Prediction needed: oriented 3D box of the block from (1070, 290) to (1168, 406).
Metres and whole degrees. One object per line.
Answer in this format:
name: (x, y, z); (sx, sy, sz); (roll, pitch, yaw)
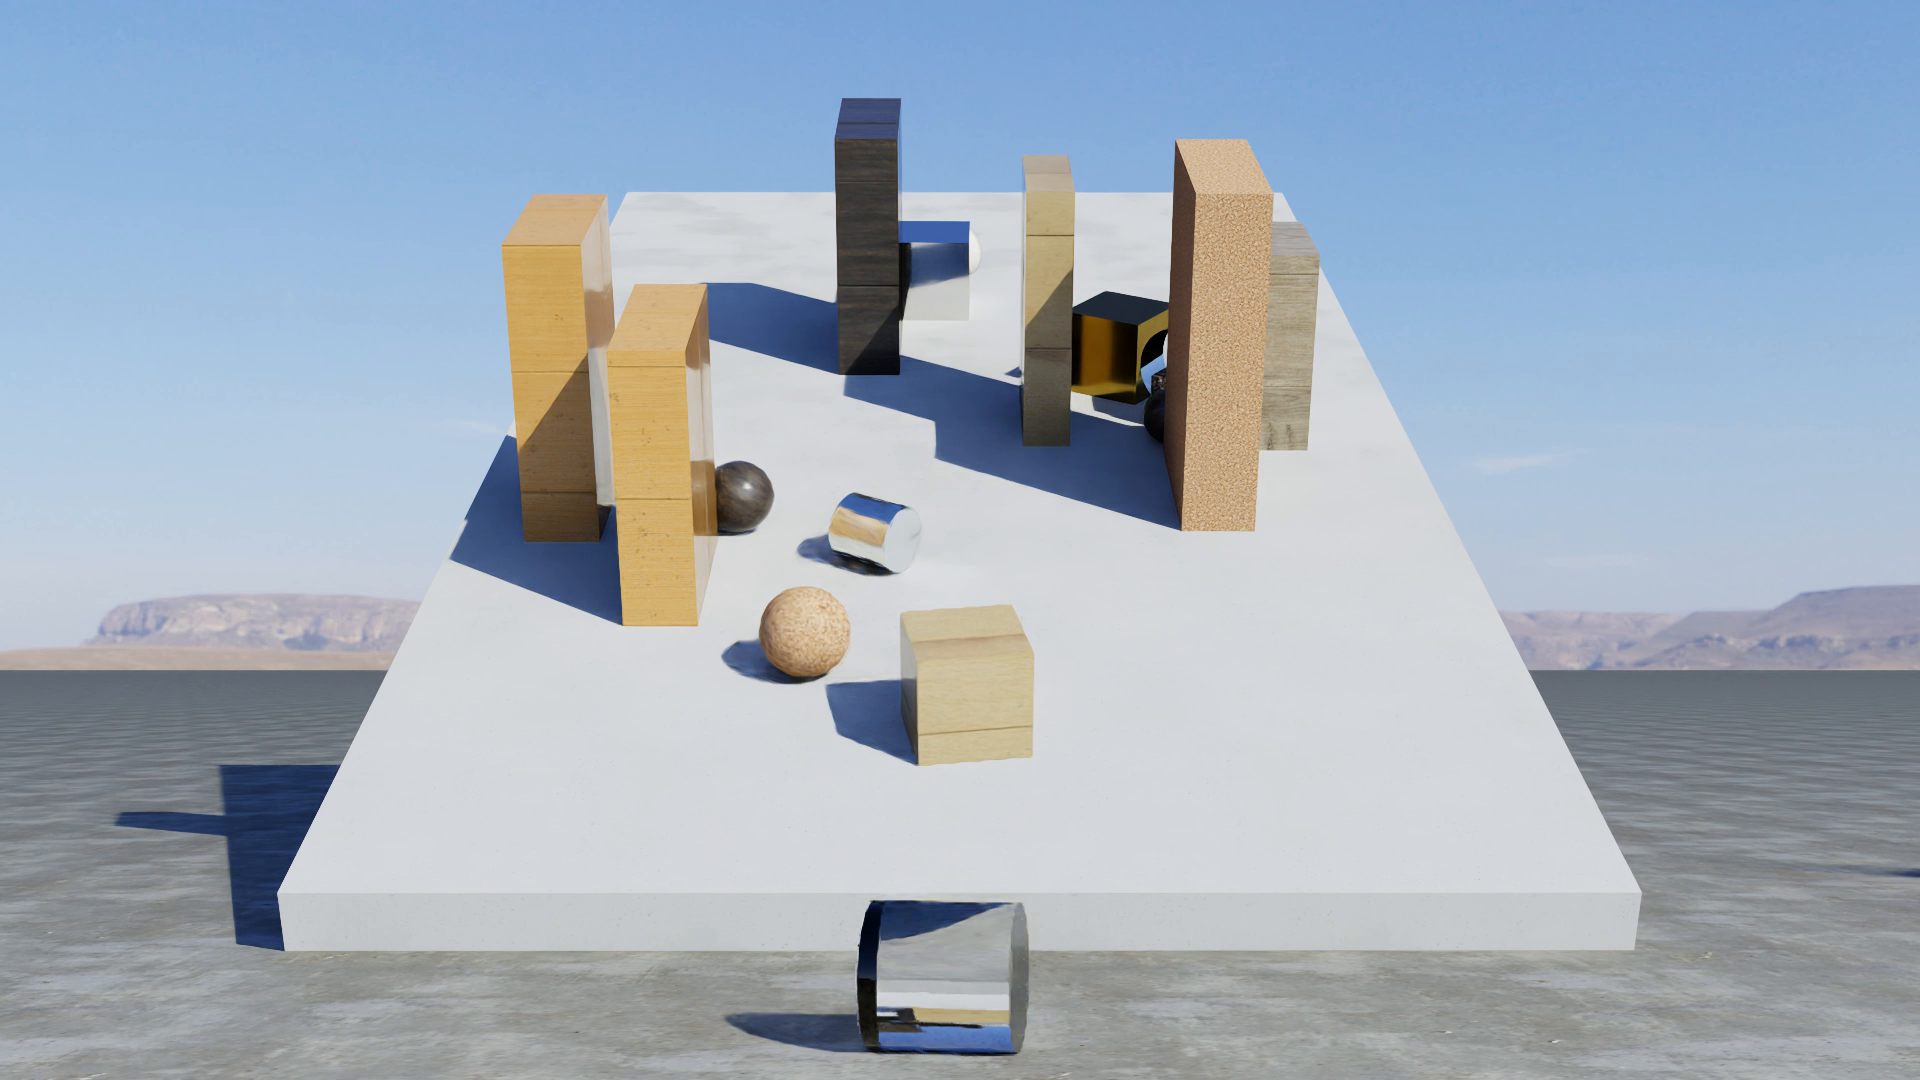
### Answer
block: (0.374, -0.450, 5.404); (0.192, 0.192, 0.192); (14, 27, 30)

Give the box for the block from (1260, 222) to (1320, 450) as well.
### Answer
block: (0.690, -0.450, 5.091); (0.137, 0.440, 0.267); (0, 23, 0)

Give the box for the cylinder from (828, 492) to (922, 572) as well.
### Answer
cylinder: (-0.162, -0.015, 4.465); (0.129, 0.129, 0.129); (15, 5, 31)

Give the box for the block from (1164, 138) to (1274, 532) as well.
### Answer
block: (0.517, -0.422, 4.705); (0.147, 0.692, 0.440); (0, 23, 0)

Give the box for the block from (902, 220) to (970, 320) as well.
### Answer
block: (-0.078, -0.694, 5.952); (0.205, 0.205, 0.205); (0, 23, 1)

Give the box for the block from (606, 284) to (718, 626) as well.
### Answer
block: (-0.547, -0.163, 4.305); (0.136, 0.529, 0.398); (0, 23, 0)

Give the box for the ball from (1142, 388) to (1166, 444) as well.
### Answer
ball: (0.462, -0.272, 5.076); (0.123, 0.123, 0.123); (0, -3, 0)

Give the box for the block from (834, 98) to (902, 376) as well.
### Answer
block: (-0.216, -0.738, 5.592); (0.145, 0.570, 0.425); (0, 23, 0)

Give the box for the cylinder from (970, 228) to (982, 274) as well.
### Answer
cylinder: (-0.048, -0.753, 6.153); (0.156, 0.156, 0.156); (-2, 19, 34)

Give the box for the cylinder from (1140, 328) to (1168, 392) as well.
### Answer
cylinder: (0.548, -0.417, 5.322); (0.196, 0.196, 0.196); (-2, 18, 36)

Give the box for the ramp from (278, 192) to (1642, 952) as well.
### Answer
ramp: (-0.007, -0.226, 5.250); (2.000, 0.100, 4.000); (0, 23, 0)

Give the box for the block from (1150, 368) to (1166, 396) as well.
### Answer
block: (0.509, -0.317, 5.183); (0.121, 0.121, 0.121); (14, 27, 30)

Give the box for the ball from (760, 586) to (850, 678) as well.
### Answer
ball: (-0.269, 0.159, 4.023); (0.159, 0.159, 0.159); (0, -3, 0)

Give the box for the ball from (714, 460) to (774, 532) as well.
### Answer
ball: (-0.442, -0.088, 4.619); (0.142, 0.142, 0.142); (0, -3, 0)

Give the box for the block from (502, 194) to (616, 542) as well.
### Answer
block: (-0.788, -0.348, 4.634); (0.149, 0.608, 0.368); (0, 23, 0)

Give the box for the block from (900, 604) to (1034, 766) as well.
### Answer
block: (0.009, 0.237, 3.807); (0.189, 0.189, 0.189); (-4, 24, -9)

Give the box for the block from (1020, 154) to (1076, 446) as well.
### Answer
block: (0.189, -0.531, 5.110); (0.102, 0.571, 0.319); (0, 23, 0)
